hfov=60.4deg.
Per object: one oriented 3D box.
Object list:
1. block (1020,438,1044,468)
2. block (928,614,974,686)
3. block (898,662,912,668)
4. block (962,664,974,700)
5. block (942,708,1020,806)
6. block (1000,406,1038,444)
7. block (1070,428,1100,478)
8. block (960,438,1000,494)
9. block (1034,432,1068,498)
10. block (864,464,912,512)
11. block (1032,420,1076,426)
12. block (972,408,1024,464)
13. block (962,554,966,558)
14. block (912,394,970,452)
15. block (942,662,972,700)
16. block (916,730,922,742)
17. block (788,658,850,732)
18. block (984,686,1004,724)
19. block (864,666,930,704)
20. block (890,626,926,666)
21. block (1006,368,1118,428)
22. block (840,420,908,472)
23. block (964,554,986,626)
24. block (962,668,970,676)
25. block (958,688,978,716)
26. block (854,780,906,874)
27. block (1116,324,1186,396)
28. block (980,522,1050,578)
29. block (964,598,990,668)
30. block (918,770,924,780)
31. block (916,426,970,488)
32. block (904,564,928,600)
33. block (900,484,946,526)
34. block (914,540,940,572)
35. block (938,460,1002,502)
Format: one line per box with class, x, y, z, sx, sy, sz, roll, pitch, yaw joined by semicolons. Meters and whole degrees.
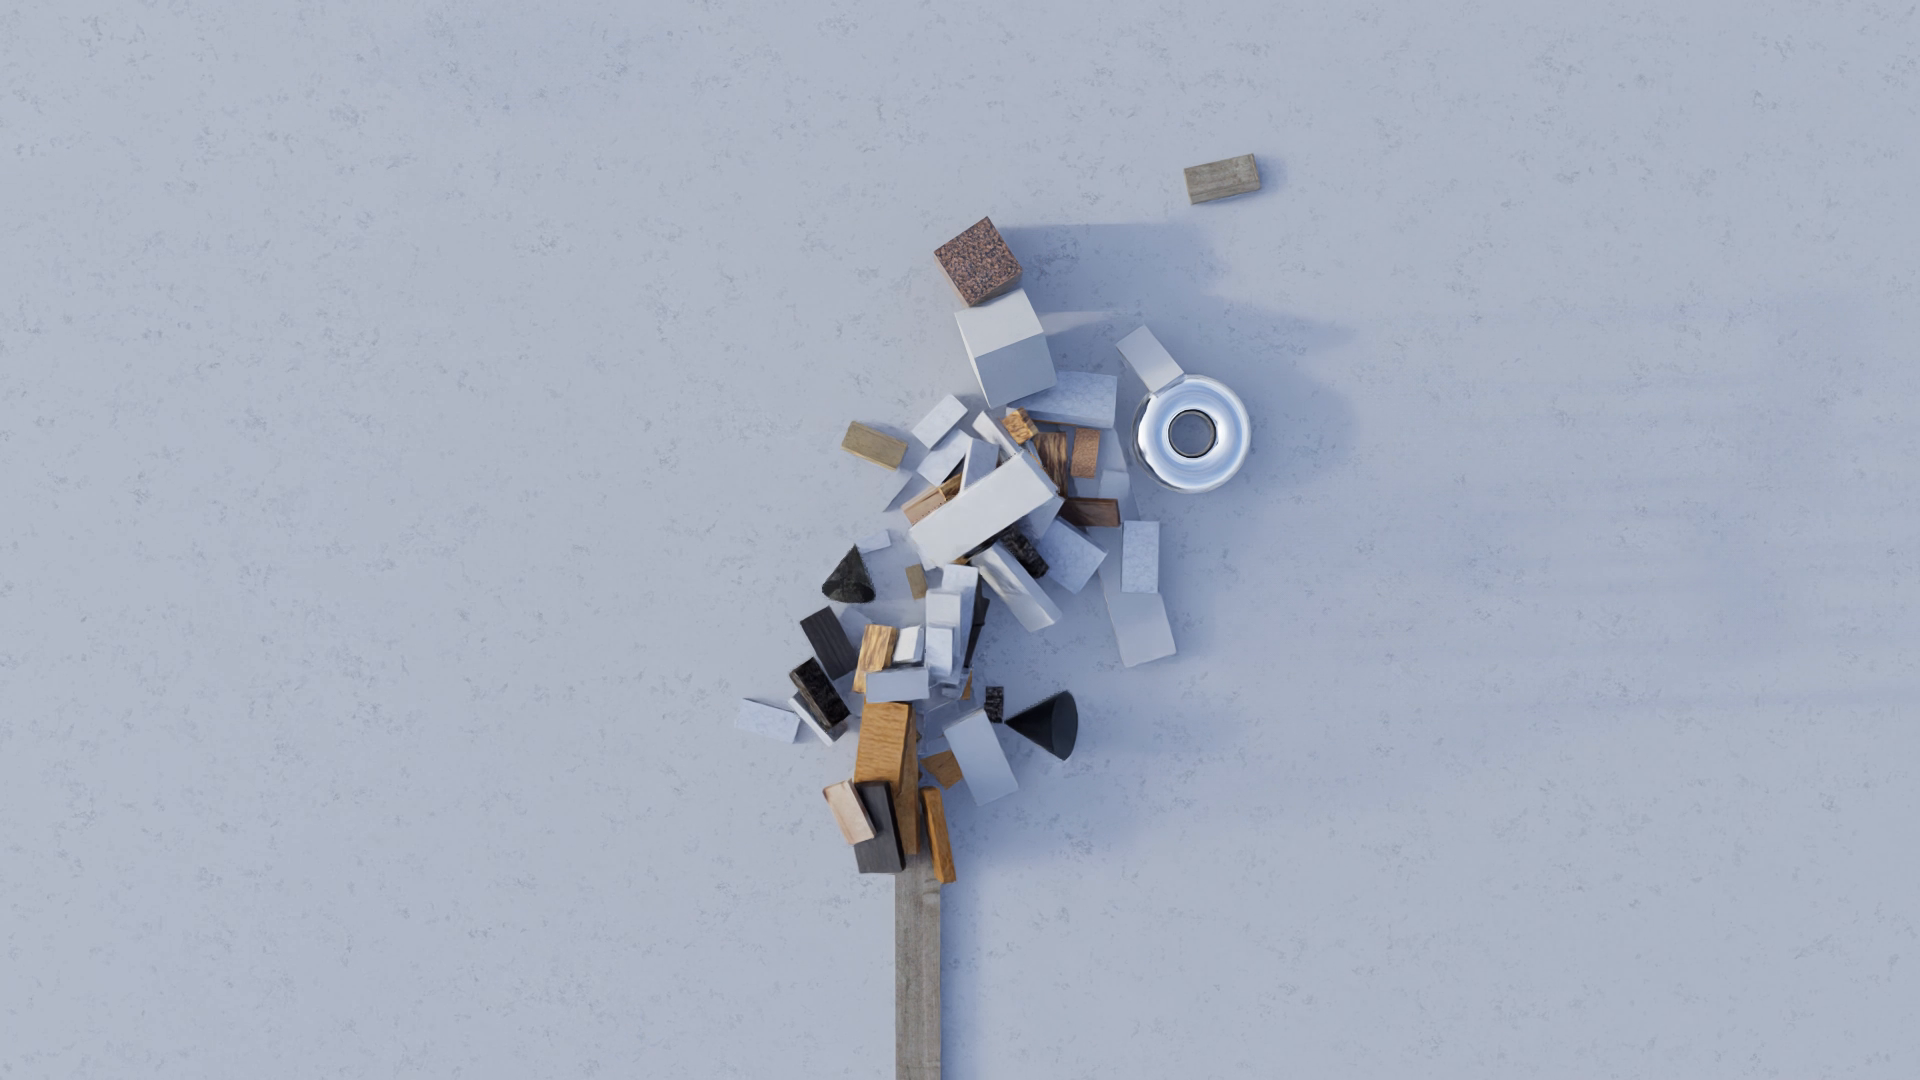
block;0.223;-0.272;5.439;0.023;0.080;0.160;-10;69;-35
block;-0.037;0.343;5.379;0.118;0.034;0.237;13;92;8
block;-0.181;0.422;5.427;0.025;0.087;0.174;11;75;10
block;0.008;0.467;5.478;0.061;0.017;0.122;4;81;8
block;0.068;0.718;5.439;0.149;0.042;0.299;-24;106;0
block;0.174;-0.356;5.409;0.028;0.199;0.099;-34;91;-33
block;0.413;-0.286;5.439;0.080;0.023;0.160;7;90;0
block;0.062;-0.224;5.392;0.101;0.029;0.202;14;80;-25
block;0.300;-0.224;5.452;0.110;0.031;0.265;0;101;7
block;-0.236;-0.178;5.489;0.079;0.022;0.158;40;90;0
block;0.309;-0.425;5.458;0.160;0.023;0.080;7;60;9
block;0.127;-0.331;5.437;0.028;0.099;0.199;-34;80;-33
block;0.002;0.000;5.470;0.070;0.020;0.140;24;77;9
block;-0.064;-0.392;5.472;0.183;0.026;0.091;-45;70;0
block;-0.009;0.458;5.438;0.066;0.019;0.131;16;61;9
block;-0.191;0.619;5.461;0.069;0.020;0.138;-38;67;6
block;-0.463;0.508;5.445;0.032;0.113;0.226;-34;90;36
block;0.113;0.547;5.471;0.061;0.017;0.121;1;72;5
block;-0.203;0.467;5.322;0.202;0.029;0.101;-4;108;-10
block;-0.192;0.347;5.388;0.031;0.220;0.110;22;69;-31
block;0.335;-0.475;5.434;0.354;0.050;0.177;7;60;0
block;-0.286;-0.310;5.468;0.200;0.028;0.100;23;68;0
block;0.013;0.170;5.447;0.118;0.034;0.237;-5;72;1
block;0.005;0.387;5.458;0.066;0.019;0.131;4;60;2
block;0.027;0.557;5.491;0.061;0.017;0.121;-13;90;0
block;-0.280;0.938;5.382;0.152;0.043;0.304;-6;103;20
block;0.625;-0.591;5.429;0.118;0.033;0.236;-34;62;0
block;0.134;-0.002;5.368;0.324;0.162;0.046;51;56;-19
block;0.008;0.292;5.444;0.118;0.034;0.237;16;74;8
block;-0.197;0.816;5.489;0.074;0.021;0.149;38;90;0
block;-0.044;-0.275;5.471;0.099;0.028;0.199;40;90;18
block;-0.142;0.139;5.492;0.056;0.016;0.112;-17;90;-1
block;-0.111;-0.120;5.475;0.158;0.022;0.079;-33;69;0
block;-0.104;0.031;5.470;0.070;0.020;0.140;-21;73;0
block;0.046;-0.183;5.449;0.221;0.031;0.110;-32;106;-11
